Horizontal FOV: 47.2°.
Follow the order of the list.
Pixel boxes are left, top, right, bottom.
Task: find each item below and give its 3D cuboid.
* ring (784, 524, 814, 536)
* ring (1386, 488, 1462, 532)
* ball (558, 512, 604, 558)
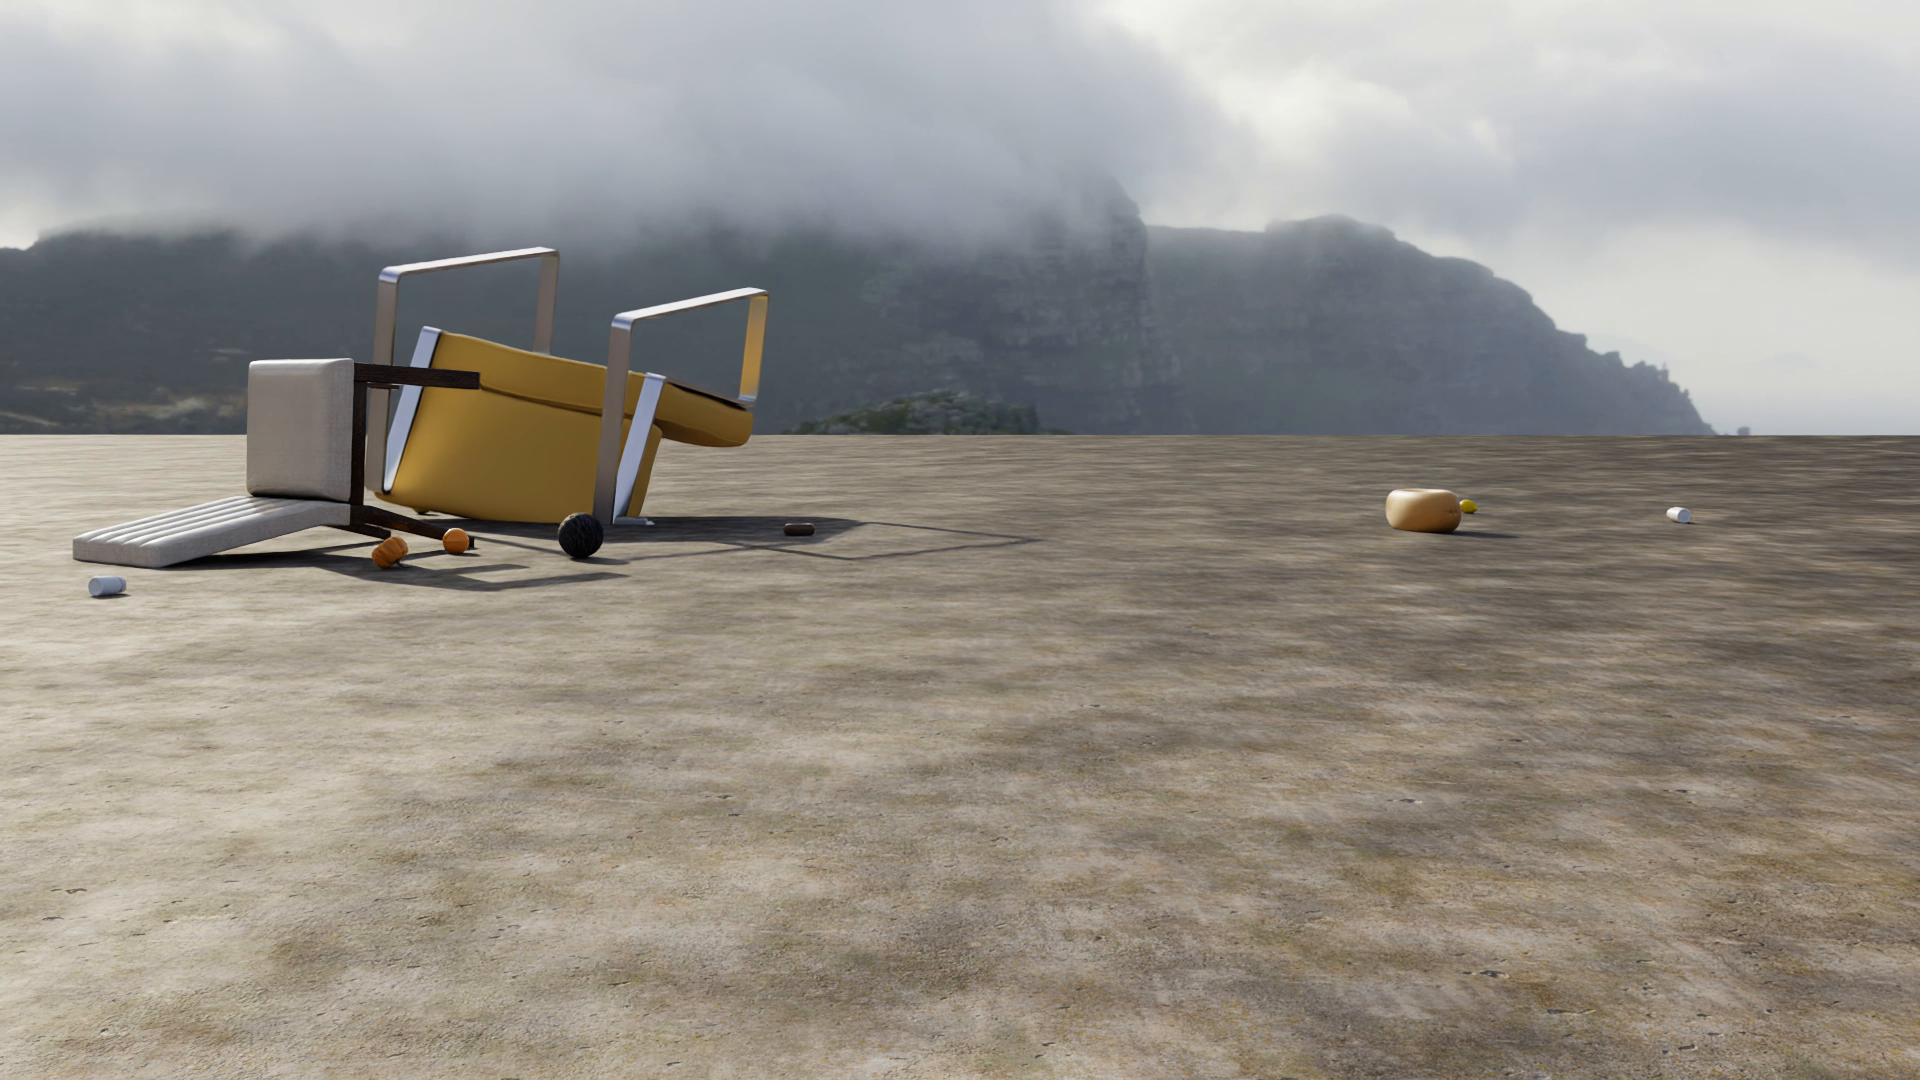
[{"bbox_3d":[-0.495,-0.032,6.757,0.101,0.036,0.053,0,6,7],"label":"ring"},{"bbox_3d":[1.472,-0.094,6.993,0.166,0.129,0.385,-4,4,-17],"label":"ring"},{"bbox_3d":[-1.010,-0.013,5.858,0.120,0.120,0.120,0,4,0],"label":"ball"}]
